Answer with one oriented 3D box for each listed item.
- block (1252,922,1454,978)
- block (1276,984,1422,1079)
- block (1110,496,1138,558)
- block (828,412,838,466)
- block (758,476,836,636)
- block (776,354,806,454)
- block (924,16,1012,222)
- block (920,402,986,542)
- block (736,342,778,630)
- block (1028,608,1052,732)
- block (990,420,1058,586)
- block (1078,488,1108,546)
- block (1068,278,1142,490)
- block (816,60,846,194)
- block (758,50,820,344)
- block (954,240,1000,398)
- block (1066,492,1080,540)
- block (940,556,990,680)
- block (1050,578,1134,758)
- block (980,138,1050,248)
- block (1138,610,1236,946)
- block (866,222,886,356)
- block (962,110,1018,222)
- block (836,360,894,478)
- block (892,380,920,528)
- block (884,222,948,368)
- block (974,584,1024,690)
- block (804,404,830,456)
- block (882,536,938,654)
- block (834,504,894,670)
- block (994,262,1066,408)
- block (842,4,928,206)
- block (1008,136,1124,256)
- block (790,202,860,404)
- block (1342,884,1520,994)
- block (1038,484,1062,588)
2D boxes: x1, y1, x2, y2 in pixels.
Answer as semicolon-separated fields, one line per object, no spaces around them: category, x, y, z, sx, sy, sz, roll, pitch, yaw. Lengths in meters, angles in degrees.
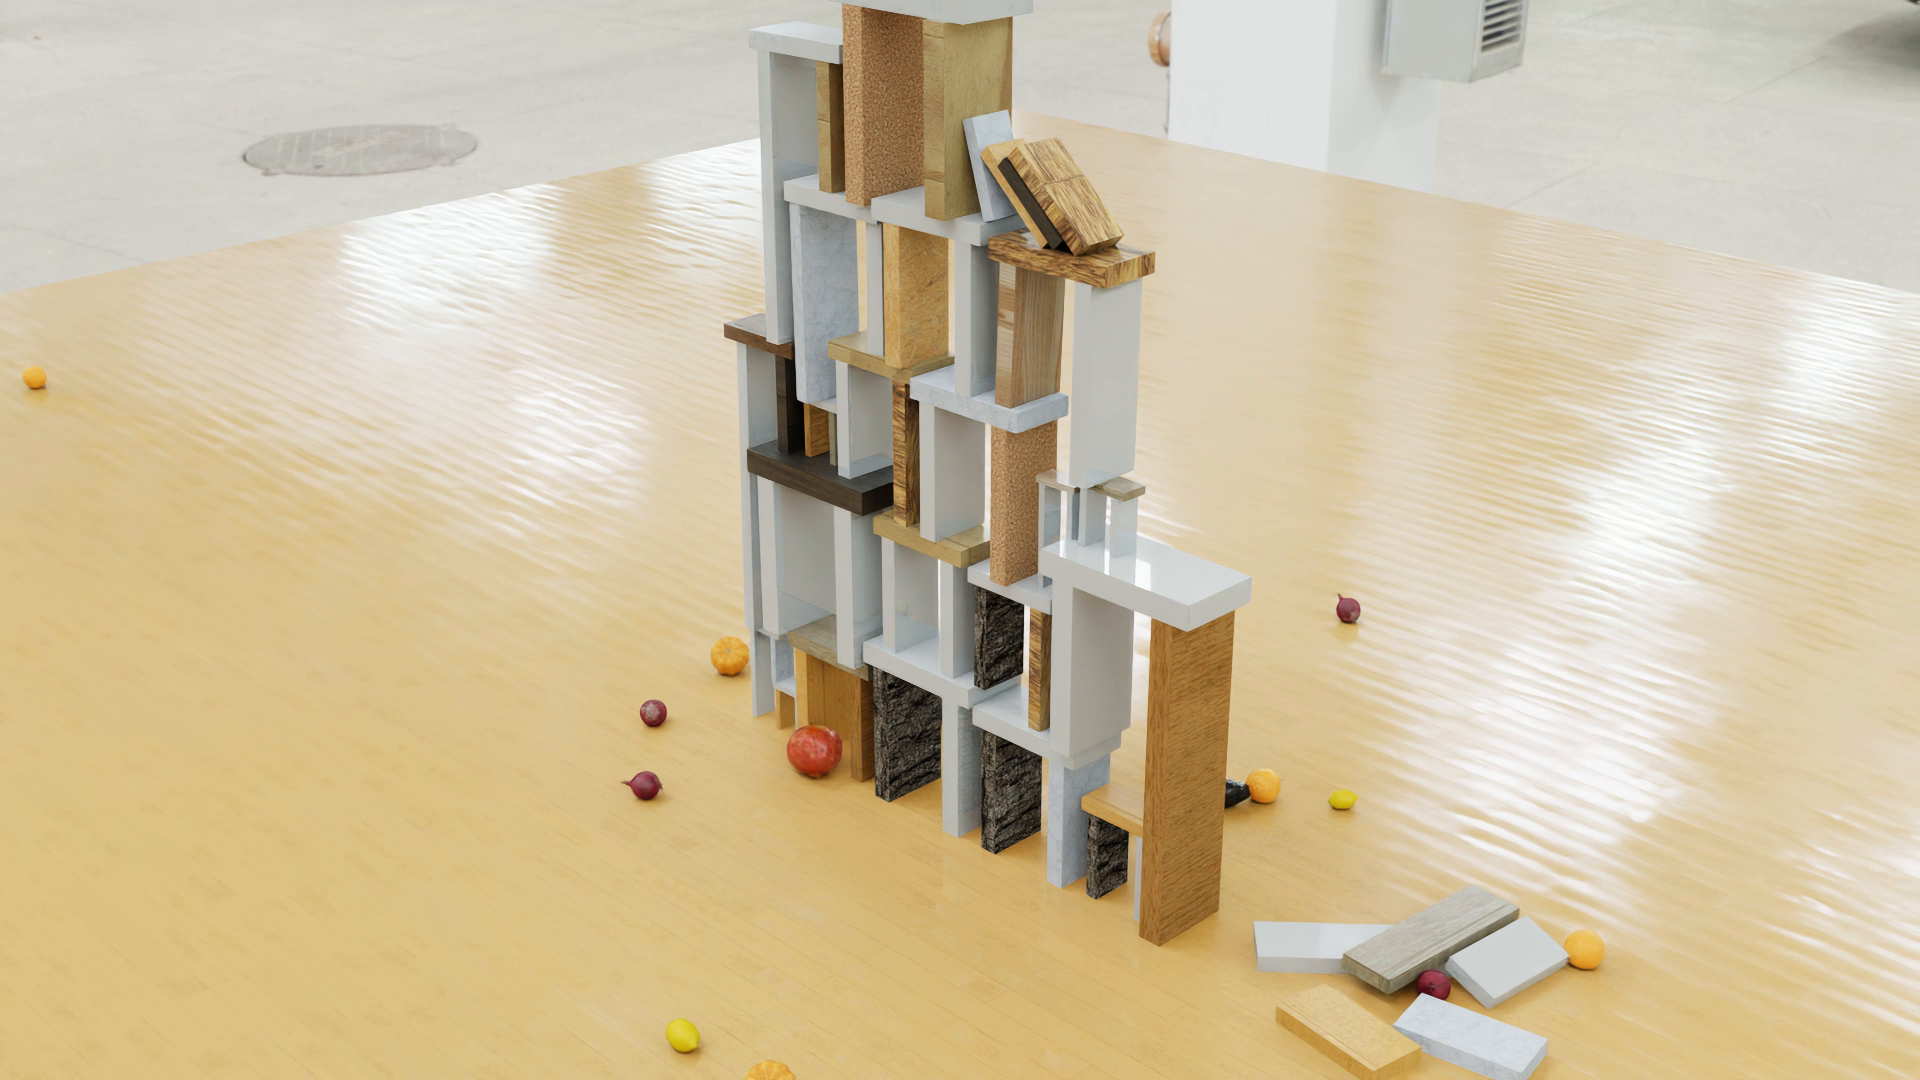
block;0.713;0.739;3.976;0.357;0.033;0.115;1;23;3
block;0.659;0.840;3.740;0.115;0.033;0.230;-16;28;-33
block;0.291;-0.028;3.903;0.056;0.112;0.016;-21;31;-40
block;-0.234;-0.210;4.392;0.056;0.113;0.016;-21;29;-40
block;-0.335;0.010;4.584;0.049;0.344;0.172;21;31;40
block;-0.323;-0.286;4.453;0.029;0.206;0.103;21;31;40
block;0.015;-0.750;3.876;0.049;0.345;0.172;21;31;40
block;-0.014;-0.146;4.178;0.039;0.275;0.137;21;31;40
block;-0.412;-0.122;4.632;0.029;0.649;0.103;21;30;40
block;0.177;0.228;4.130;0.106;0.249;0.030;-21;30;-40
block;0.118;-0.080;4.065;0.039;0.308;0.137;21;31;40
block;0.239;-0.049;3.952;0.016;0.112;0.056;23;32;40
block;0.254;-0.283;3.844;0.038;0.372;0.133;22;31;40
block;-0.208;-0.782;4.120;0.122;0.245;0.035;-21;31;-40
block;-0.329;-0.673;4.287;0.035;0.577;0.122;21;31;39
block;0.051;-0.414;3.992;0.039;0.287;0.136;20;30;39
block;0.213;-0.050;3.980;0.046;0.092;0.013;-21;30;-40
block;0.017;0.137;4.261;0.034;0.242;0.121;21;31;40
block;0.244;0.211;4.048;0.172;0.345;0.049;-21;31;-41
block;0.126;-0.605;3.826;0.090;0.026;0.202;-22;75;-41
block;0.407;0.414;3.957;0.172;0.647;0.049;-21;31;-41
block;-0.123;-0.491;4.173;0.037;0.258;0.129;15;27;32
block;0.063;-0.659;3.870;0.090;0.181;0.026;-22;14;-41
block;-0.186;-0.250;4.328;0.119;0.239;0.034;-21;31;-40
block;-0.074;-0.181;4.234;0.119;0.294;0.034;-21;31;-40
block;-0.081;-0.470;4.104;0.039;0.273;0.136;19;29;37
block;0.076;0.172;4.216;0.106;0.212;0.030;-21;31;-40
block;-0.287;-0.229;4.440;0.016;0.112;0.056;21;31;40
block;-0.098;0.092;4.365;0.034;0.242;0.121;21;31;41
block;-0.170;0.073;4.437;0.049;0.344;0.172;21;31;40
block;0.126;-0.380;3.936;0.038;0.266;0.133;23;32;39
block;-0.133;-0.808;4.033;0.049;0.361;0.172;21;31;40
block;0.183;-0.592;3.781;0.107;0.030;0.214;-23;75;-42
block;-0.263;-0.475;4.318;0.129;0.402;0.037;-16;27;-33
block;0.849;0.714;3.955;0.362;0.030;0.107;-18;29;-36
block;0.165;-0.014;4.041;0.013;0.206;0.046;21;31;40
